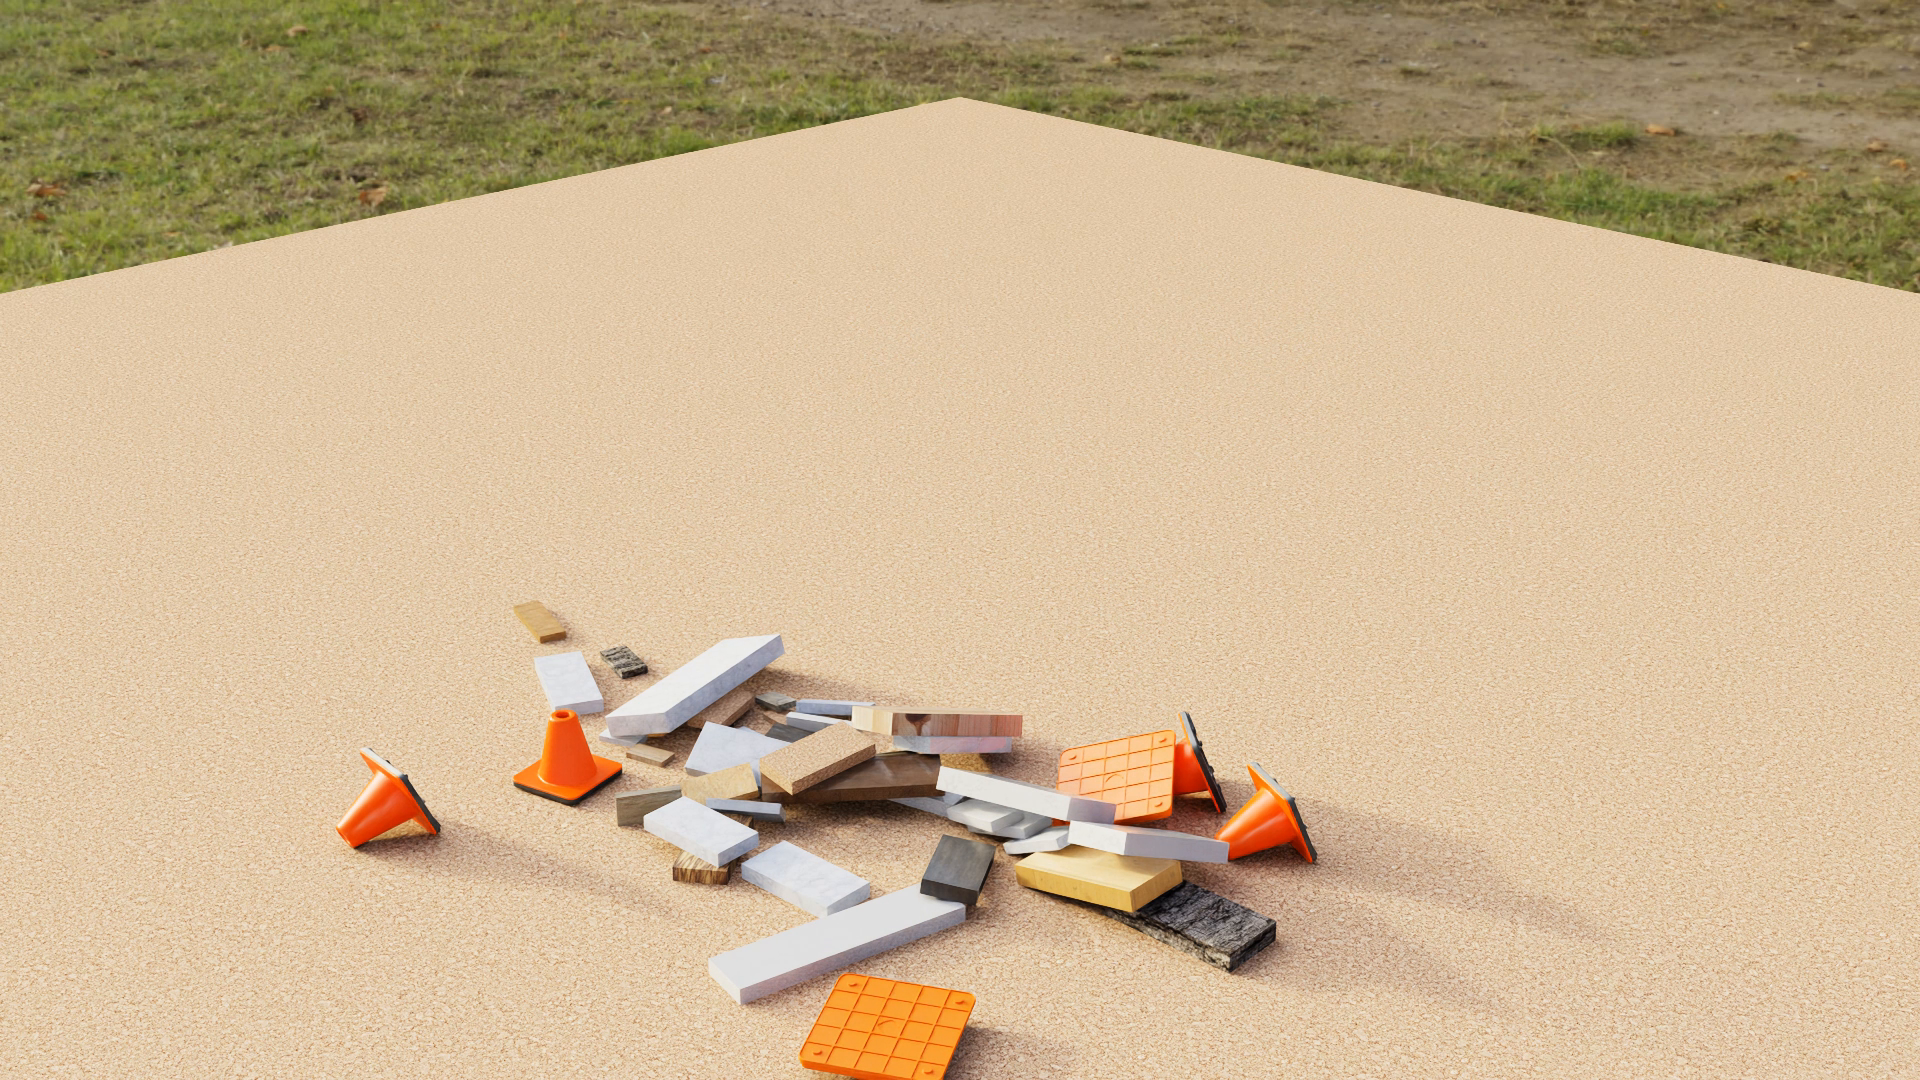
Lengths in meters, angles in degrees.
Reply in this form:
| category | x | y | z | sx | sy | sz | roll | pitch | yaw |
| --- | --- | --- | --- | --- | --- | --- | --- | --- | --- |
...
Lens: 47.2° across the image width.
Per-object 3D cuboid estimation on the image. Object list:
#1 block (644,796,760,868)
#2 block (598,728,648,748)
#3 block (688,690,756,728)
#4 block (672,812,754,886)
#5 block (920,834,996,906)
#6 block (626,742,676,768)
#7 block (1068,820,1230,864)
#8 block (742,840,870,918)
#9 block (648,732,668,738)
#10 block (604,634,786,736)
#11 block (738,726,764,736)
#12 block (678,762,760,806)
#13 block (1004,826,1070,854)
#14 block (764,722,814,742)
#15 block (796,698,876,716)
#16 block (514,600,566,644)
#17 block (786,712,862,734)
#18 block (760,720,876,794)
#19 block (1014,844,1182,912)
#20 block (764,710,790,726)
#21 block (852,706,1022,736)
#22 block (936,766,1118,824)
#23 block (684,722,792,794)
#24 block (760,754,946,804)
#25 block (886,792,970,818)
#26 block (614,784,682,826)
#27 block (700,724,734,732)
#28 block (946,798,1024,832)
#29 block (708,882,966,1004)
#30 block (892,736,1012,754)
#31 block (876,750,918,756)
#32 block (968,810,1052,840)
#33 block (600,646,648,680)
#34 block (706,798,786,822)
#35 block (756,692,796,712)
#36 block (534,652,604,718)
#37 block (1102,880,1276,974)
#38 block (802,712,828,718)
| category | x | y | z | sx | sy | sz | roll | pitch | yaw |
| --- | --- | --- | --- | --- | --- | --- | --- | --- | --- |
| block | -0.507 | 0.569 | 4.303 | 0.214 | 0.030 | 0.107 | 19 | 30 | 38 |
| block | -0.726 | 0.426 | 4.741 | 0.094 | 0.013 | 0.047 | 10 | 25 | 22 |
| block | -0.521 | 0.371 | 4.807 | 0.081 | 0.023 | 0.163 | 11 | 23 | 19 |
| block | -0.482 | 0.602 | 4.304 | 0.107 | 0.030 | 0.214 | 3 | 23 | 8 |
| block | -0.002 | 0.627 | 4.189 | 0.108 | 0.030 | 0.215 | 12 | 17 | 7 |
| block | -0.657 | 0.457 | 4.667 | 0.094 | 0.013 | 0.047 | 12 | 26 | 26 |
| block | 0.360 | 0.573 | 4.169 | 0.291 | 0.041 | 0.145 | 12 | -5 | -42 |
| block | -0.295 | 0.648 | 4.191 | 0.230 | 0.033 | 0.115 | 19 | 30 | 38 |
| block | -0.634 | 0.392 | 4.785 | 0.064 | 0.018 | 0.129 | -6 | 19 | 34 |
| block | -0.580 | 0.319 | 4.875 | 0.162 | 0.046 | 0.467 | -7 | 15 | 31 |
| block | -0.412 | 0.448 | 4.681 | 0.208 | 0.019 | 0.066 | 19 | 29 | 37 |
| block | -0.490 | 0.507 | 4.472 | 0.149 | 0.021 | 0.075 | -15 | 48 | -9 |
| block | 0.165 | 0.581 | 4.272 | 0.079 | 0.022 | 0.157 | -22 | 5 | -40 |
| block | -0.305 | 0.453 | 4.611 | 0.230 | 0.033 | 0.115 | 14 | 29 | 15 |
| block | -0.272 | 0.368 | 4.827 | 0.163 | 0.023 | 0.081 | 2 | 1 | 6 |
| block | -1.009 | 0.196 | 5.276 | 0.064 | 0.018 | 0.200 | -12 | 26 | -26 |
| block | -0.288 | 0.418 | 4.671 | 0.163 | 0.081 | 0.023 | 7 | 24 | 17 |
| block | -0.289 | 0.440 | 4.463 | 0.215 | 0.030 | 0.108 | -22 | 37 | -36 |
| block | 0.259 | 0.628 | 4.147 | 0.291 | 0.041 | 0.145 | 5 | 20 | 45 |
| block | -0.380 | 0.396 | 4.810 | 0.050 | 0.014 | 0.101 | -19 | 30 | -38 |
| block | -0.047 | 0.382 | 4.634 | 0.323 | 0.046 | 0.162 | 4 | -1 | -33 |
| block | 0.130 | 0.507 | 4.348 | 0.323 | 0.046 | 0.162 | 9 | -5 | 39 |
| block | -0.439 | 0.457 | 4.547 | 0.230 | 0.033 | 0.115 | 13 | 56 | 16 |
| block | -0.218 | 0.484 | 4.452 | 0.367 | 0.030 | 0.108 | -2 | 30 | -7 |
| block | -0.083 | 0.506 | 4.527 | 0.230 | 0.033 | 0.115 | 13 | 26 | 28 |
| block | -0.625 | 0.534 | 4.419 | 0.131 | 0.066 | 0.019 | -6 | 24 | -15 |
| block | -0.545 | 0.391 | 4.816 | 0.066 | 0.019 | 0.131 | -9 | 25 | -20 |
| block | 0.050 | 0.544 | 4.370 | 0.079 | 0.022 | 0.157 | -19 | 13 | -31 |
| block | -0.219 | 0.727 | 4.004 | 0.476 | 0.033 | 0.115 | -15 | 27 | -31 |
| block | -0.015 | 0.423 | 4.596 | 0.230 | 0.033 | 0.115 | 4 | -1 | -43 |
| block | -0.195 | 0.473 | 4.525 | 0.233 | 0.021 | 0.075 | -5 | 30 | -13 |
| block | 0.097 | 0.560 | 4.357 | 0.157 | 0.022 | 0.079 | 0 | 17 | 46 |
| block | -0.776 | 0.282 | 5.074 | 0.064 | 0.018 | 0.129 | -13 | 26 | -28 |
| block | -0.428 | 0.540 | 4.398 | 0.149 | 0.021 | 0.075 | 4 | -20 | 6 |
| block | -0.409 | 0.358 | 4.874 | 0.050 | 0.014 | 0.101 | -15 | 16 | -32 |
| block | -0.883 | 0.325 | 4.957 | 0.107 | 0.030 | 0.257 | -8 | 24 | -18 |
| block | 0.422 | 0.698 | 4.064 | 0.291 | 0.041 | 0.145 | 20 | 30 | 38 |
| block | -0.296 | 0.396 | 4.783 | 0.101 | 0.014 | 0.050 | 16 | 8 | 29 |
